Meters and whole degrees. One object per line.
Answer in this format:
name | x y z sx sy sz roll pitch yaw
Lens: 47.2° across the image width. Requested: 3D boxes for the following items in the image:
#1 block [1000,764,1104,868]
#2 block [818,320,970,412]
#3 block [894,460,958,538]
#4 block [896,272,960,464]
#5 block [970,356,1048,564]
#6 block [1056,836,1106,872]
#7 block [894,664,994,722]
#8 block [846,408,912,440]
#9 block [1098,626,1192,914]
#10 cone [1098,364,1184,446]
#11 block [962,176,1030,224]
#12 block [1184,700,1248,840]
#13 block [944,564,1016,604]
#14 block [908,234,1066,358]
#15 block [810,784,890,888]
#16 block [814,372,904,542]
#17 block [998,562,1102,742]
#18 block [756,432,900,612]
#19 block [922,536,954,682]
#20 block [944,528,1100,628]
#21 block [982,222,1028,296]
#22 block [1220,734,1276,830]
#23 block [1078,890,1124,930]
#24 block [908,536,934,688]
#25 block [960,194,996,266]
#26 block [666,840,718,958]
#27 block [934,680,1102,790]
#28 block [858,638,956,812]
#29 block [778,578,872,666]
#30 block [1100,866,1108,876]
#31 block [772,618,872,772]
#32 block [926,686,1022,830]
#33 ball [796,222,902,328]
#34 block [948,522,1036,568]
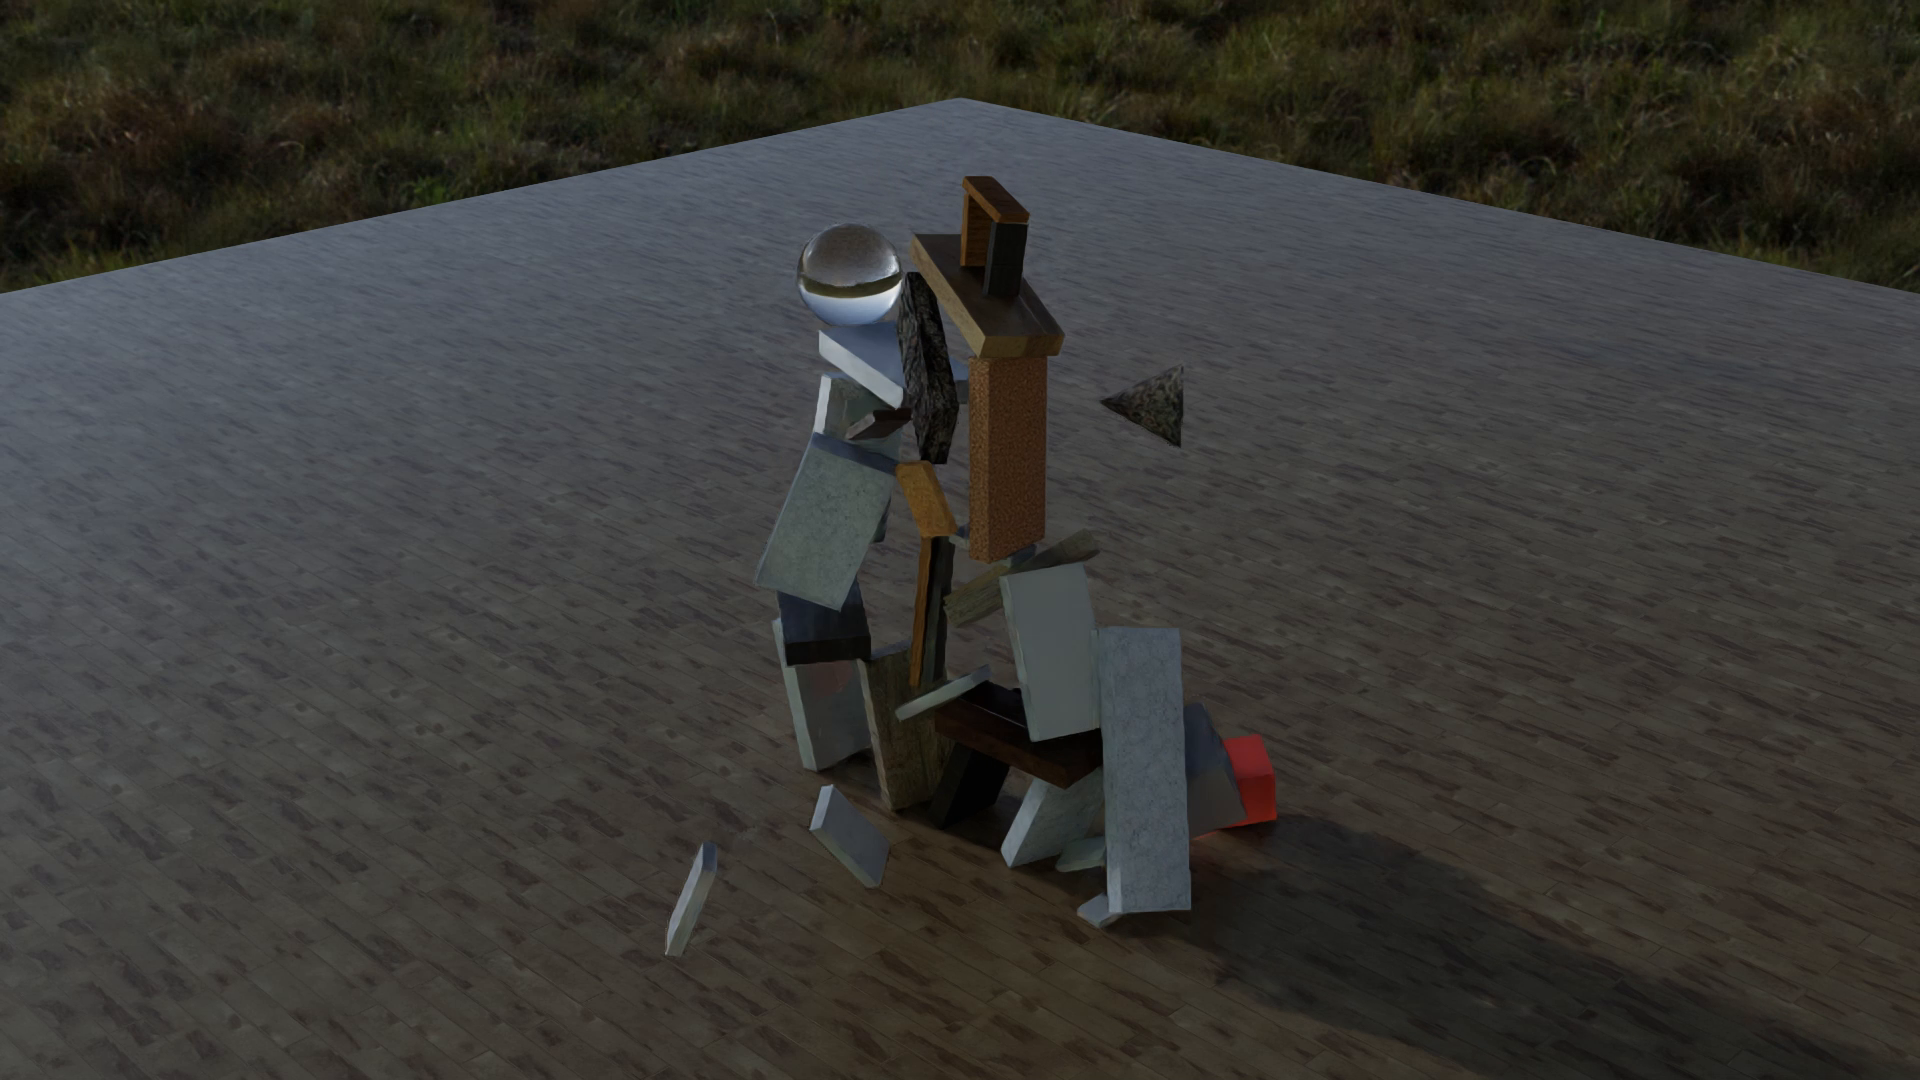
block | 0.190 0.511 4.187 0.154 0.309 0.044 -12 57 -24
block | -0.122 -0.346 4.354 0.175 0.049 0.349 -11 28 -29
block | -0.062 -0.076 4.023 0.073 0.146 0.021 -5 26 41
block | -0.063 -0.323 4.102 0.047 0.165 0.329 -3 55 -12
block | 0.089 -0.166 4.070 0.047 0.396 0.165 20 31 37
block | 0.243 0.601 4.217 0.125 0.018 0.063 -19 30 46
block | -0.031 0.294 4.229 0.180 0.025 0.090 -27 -1 26
block | -0.149 -0.212 4.041 0.073 0.021 0.146 -5 -9 -24
block | 0.340 0.421 4.046 0.154 0.517 0.044 3 -9 -30
cone | 0.361 -0.274 4.420 0.170 0.170 0.170 2 23 7
block | 0.065 -0.620 4.005 0.066 0.019 0.131 -7 41 -34
block | 0.432 0.455 4.254 0.172 0.172 0.172 -22 41 9
block | 0.047 0.079 4.221 0.153 0.022 0.076 -31 -7 24
block | 0.046 -0.454 4.054 0.165 0.047 0.329 -5 43 -28
block | -0.189 0.512 3.797 0.025 0.180 0.090 -16 41 30
block | -0.218 -0.168 4.505 0.175 0.349 0.049 0 21 -27
block | 0.178 0.205 4.054 0.154 0.308 0.044 -10 -4 -21
block | -0.252 -0.032 4.177 0.175 0.349 0.049 19 37 -8
block | -0.040 0.122 4.257 0.022 0.299 0.077 6 5 14
block | 0.121 0.076 4.214 0.308 0.044 0.154 -29 -6 5
block | 0.082 -0.510 3.991 0.066 0.131 0.019 -1 17 -29
block | 0.557 0.485 4.411 0.123 0.123 0.123 -9 35 -2
block | 0.287 0.679 4.110 0.125 0.018 0.063 -27 33 -29
block | -0.069 0.098 4.241 0.021 0.367 0.073 7 14 6
block | 0.037 -0.571 4.053 0.066 0.131 0.019 -3 12 -30
block | -0.455 0.609 3.731 0.026 0.180 0.090 19 22 -13
block | 0.120 0.361 4.107 0.309 0.044 0.154 21 33 34
block | -0.097 0.368 4.442 0.166 0.333 0.047 -17 21 -20
block | -0.277 0.156 4.439 0.167 0.047 0.333 -5 22 -6
block | 0.319 0.598 4.270 0.018 0.063 0.125 26 33 31
block | -0.282 0.299 4.613 0.166 0.333 0.047 -24 22 -36
block | 0.044 0.432 4.357 0.154 0.309 0.044 -21 54 -40
ball | -0.226 -0.541 4.510 0.217 0.217 0.217 0 23 0
block | 0.061 0.007 4.191 0.153 0.022 0.076 23 33 33
